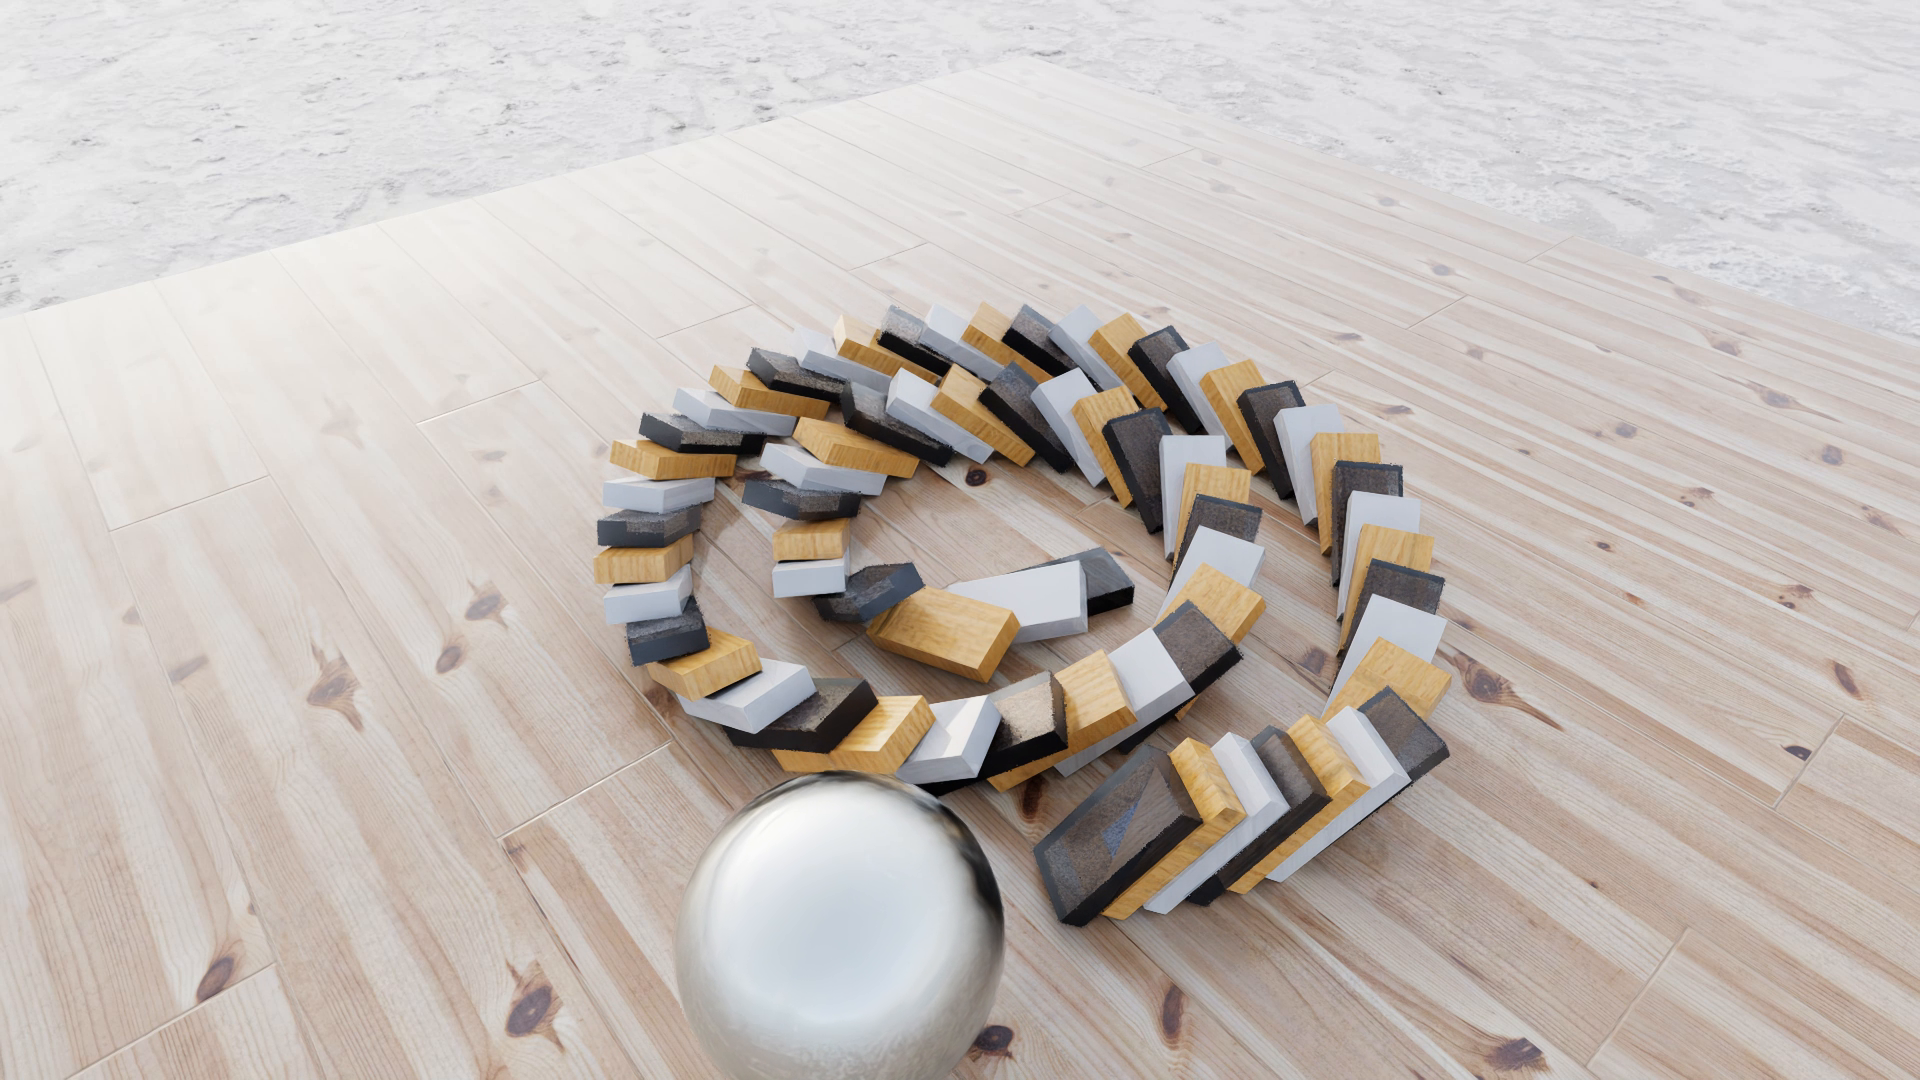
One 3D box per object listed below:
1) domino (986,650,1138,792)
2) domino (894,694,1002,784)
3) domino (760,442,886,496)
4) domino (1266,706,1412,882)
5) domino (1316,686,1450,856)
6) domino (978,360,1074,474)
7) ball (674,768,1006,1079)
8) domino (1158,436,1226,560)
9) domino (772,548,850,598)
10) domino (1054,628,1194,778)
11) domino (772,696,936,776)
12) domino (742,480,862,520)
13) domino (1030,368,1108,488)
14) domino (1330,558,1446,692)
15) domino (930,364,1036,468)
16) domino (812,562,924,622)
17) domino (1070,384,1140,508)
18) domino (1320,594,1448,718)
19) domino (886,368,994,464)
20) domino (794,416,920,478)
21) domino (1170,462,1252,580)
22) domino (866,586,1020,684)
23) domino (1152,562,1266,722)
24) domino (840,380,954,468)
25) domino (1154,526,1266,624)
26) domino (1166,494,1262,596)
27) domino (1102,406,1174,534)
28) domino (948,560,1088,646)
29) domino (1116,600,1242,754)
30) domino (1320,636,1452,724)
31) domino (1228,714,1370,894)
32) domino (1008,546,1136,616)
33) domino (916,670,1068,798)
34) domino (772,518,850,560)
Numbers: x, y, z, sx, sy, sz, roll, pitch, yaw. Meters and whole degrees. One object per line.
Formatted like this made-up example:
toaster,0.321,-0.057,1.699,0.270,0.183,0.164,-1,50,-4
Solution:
domino,0.030,0.058,0.354,0.050,0.009,0.025,-30,39,11
domino,-0.014,0.064,0.346,0.050,0.009,0.025,-15,30,33
domino,-0.056,-0.029,0.459,0.025,0.009,0.050,30,15,32
domino,0.104,0.075,0.324,0.010,0.050,0.025,27,27,-35
domino,0.121,0.070,0.338,0.050,0.009,0.025,-38,47,4
domino,0.034,-0.055,0.490,0.050,0.009,0.025,42,47,-2
ball,-0.029,0.097,0.269,0.080,0.080,0.080,0,39,0
domino,0.095,-0.017,0.445,0.025,0.010,0.050,0,71,0
domino,-0.054,0.011,0.409,0.025,0.009,0.050,-5,8,-3
domino,0.049,0.053,0.360,0.050,0.009,0.025,-34,42,7
domino,-0.034,0.062,0.349,0.050,0.009,0.025,-9,29,41
domino,-0.063,-0.017,0.443,0.025,0.010,0.050,17,9,20
domino,0.056,-0.050,0.485,0.025,0.010,0.050,-28,78,-31
domino,0.149,0.034,0.384,0.025,0.009,0.050,17,71,20
domino,0.013,-0.056,0.492,0.050,0.010,0.025,33,40,-10
domino,-0.034,0.019,0.395,0.025,0.009,0.050,-30,9,-21
domino,0.071,-0.041,0.474,0.025,0.009,0.050,-20,74,-23
domino,0.142,0.046,0.369,0.025,0.009,0.050,21,73,24
domino,-0.008,-0.055,0.491,0.050,0.009,0.025,27,35,-18
domino,-0.044,-0.039,0.472,0.050,0.009,0.025,7,25,-47
domino,0.098,-0.004,0.429,0.025,0.010,0.050,8,71,9
domino,-0.006,0.032,0.391,0.050,0.009,0.025,14,59,35
domino,0.080,0.035,0.381,0.025,0.010,0.050,34,82,35
domino,-0.028,-0.051,0.486,0.050,0.009,0.025,21,31,-28
domino,0.089,0.022,0.398,0.025,0.009,0.050,21,75,24
domino,0.095,0.009,0.413,0.025,0.010,0.050,14,72,17
domino,0.081,-0.030,0.461,0.025,0.009,0.050,-16,73,-19
domino,0.020,0.025,0.397,0.050,0.009,0.025,-12,47,17
domino,0.066,0.046,0.369,0.050,0.009,0.025,-40,47,1
domino,0.132,0.058,0.353,0.025,0.010,0.050,32,79,33
domino,0.092,0.077,0.321,0.009,0.050,0.025,27,25,-35
domino,0.038,0.020,0.419,0.050,0.010,0.025,-15,42,-18
domino,0.009,0.062,0.349,0.050,0.010,0.025,-25,35,19
domino,-0.056,-0.001,0.425,0.025,0.009,0.050,-2,8,-2
